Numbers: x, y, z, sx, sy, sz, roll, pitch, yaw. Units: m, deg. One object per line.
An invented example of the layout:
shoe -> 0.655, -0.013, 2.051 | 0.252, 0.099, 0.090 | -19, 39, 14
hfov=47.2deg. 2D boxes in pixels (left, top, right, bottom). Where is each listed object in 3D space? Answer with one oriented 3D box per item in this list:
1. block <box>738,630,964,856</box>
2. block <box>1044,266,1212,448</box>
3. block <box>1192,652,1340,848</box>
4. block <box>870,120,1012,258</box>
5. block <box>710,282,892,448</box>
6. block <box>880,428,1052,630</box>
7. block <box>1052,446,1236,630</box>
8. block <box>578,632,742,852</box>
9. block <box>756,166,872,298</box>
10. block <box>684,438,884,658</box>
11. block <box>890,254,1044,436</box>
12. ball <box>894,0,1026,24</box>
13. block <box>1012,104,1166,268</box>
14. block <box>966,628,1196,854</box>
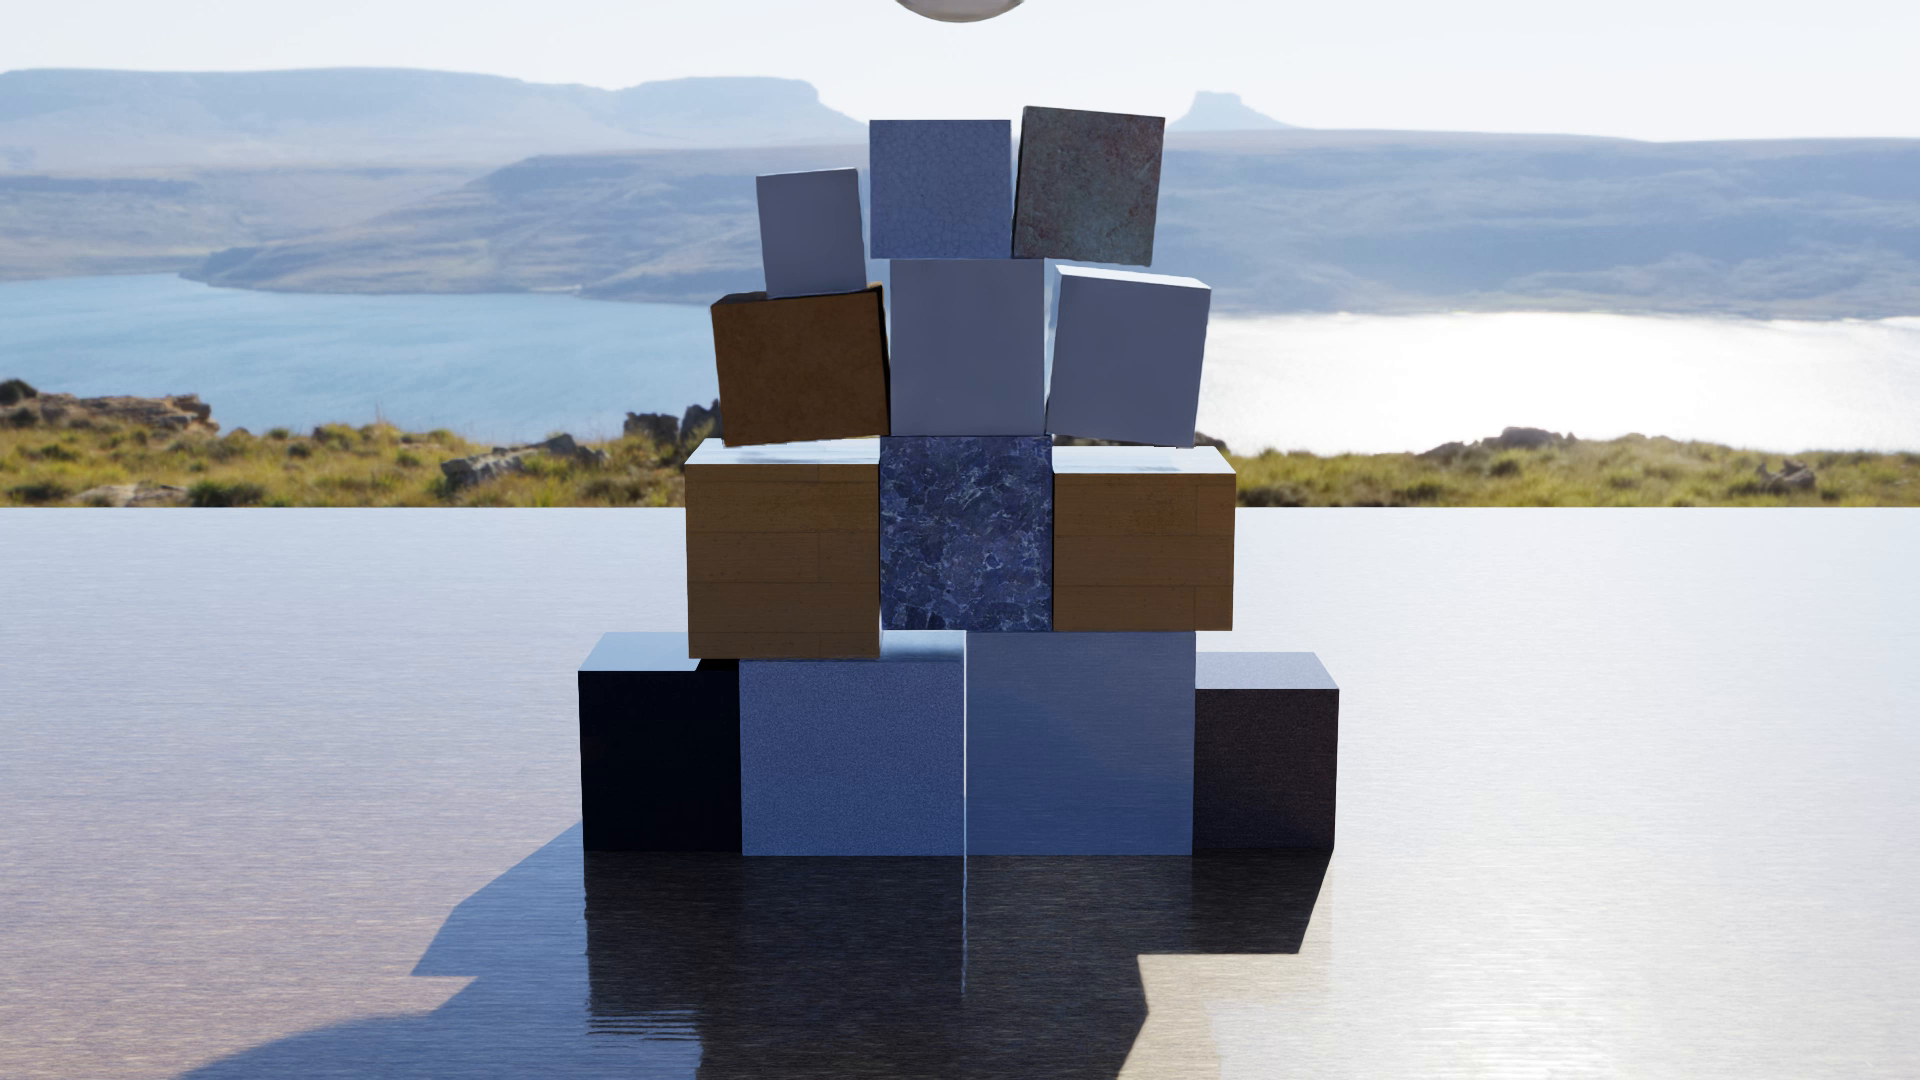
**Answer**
block -> -0.531, 0.992, 11.352 | 1.103, 0.987, 1.028 | 0, 10, 0
block -> 0.813, -0.933, 11.027 | 0.724, 0.776, 0.778 | 5, 10, -1
block -> 1.525, 1.070, 11.384 | 0.719, 0.821, 0.803 | 0, 10, 0
block -> -0.093, -1.741, 10.868 | 0.679, 0.659, 0.638 | 0, 10, 0
block -> -0.772, -0.892, 11.027 | 0.803, 0.691, 0.804 | -4, 10, 1
block -> 0.030, -0.107, 11.146 | 0.834, 0.957, 0.887 | 0, 10, 0
block -> 0.898, -0.023, 11.171 | 0.878, 0.782, 0.940 | 0, 10, 0
block -> -1.488, 1.023, 11.347 | 0.793, 0.928, 0.867 | 0, 10, 0
block -> -0.719, -1.529, 10.907 | 0.493, 0.594, 0.474 | -4, 10, 1
block -> -0.866, 0.026, 11.195 | 0.941, 0.971, 0.913 | 0, 10, 0
block -> 0.036, -0.997, 10.993 | 0.741, 0.849, 0.839 | 0, 10, 0
ball -> 0.000, -4.486, 15.604 | 1.600, 1.600, 1.600 | 0, 10, 0
block -> 0.620, -1.756, 10.881 | 0.667, 0.715, 0.672 | 5, 10, -1
block -> 0.593, 0.920, 11.341 | 1.124, 1.133, 1.011 | 0, 10, 0
